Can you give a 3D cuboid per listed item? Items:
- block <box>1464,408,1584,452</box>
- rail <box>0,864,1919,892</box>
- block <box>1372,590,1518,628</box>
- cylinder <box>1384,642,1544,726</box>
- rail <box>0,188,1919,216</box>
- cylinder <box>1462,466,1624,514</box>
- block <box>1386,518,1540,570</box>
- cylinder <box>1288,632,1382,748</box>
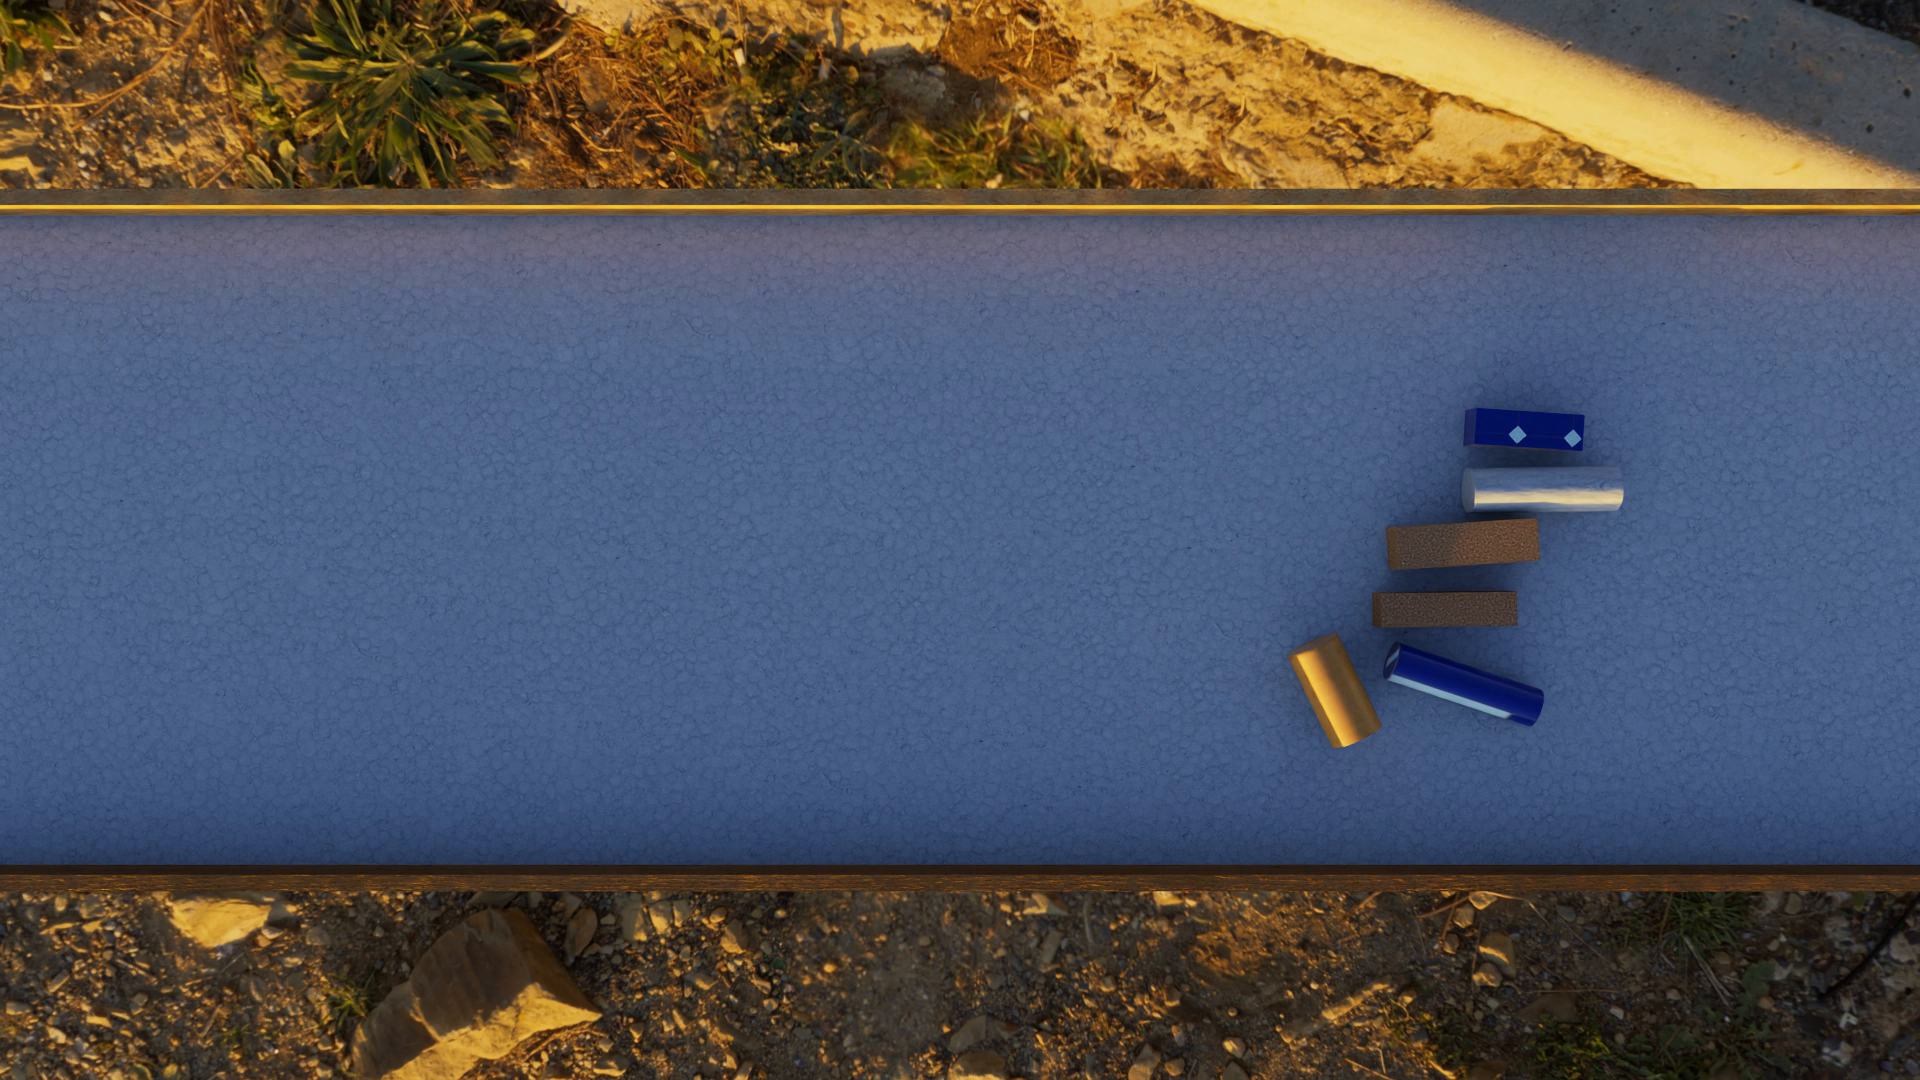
[{"bbox_3d":[1.715,-0.333,5.022,0.327,0.109,0.109,4,90,0],"label":"block"},{"bbox_3d":[-2.247,1.025,5.001,12.000,0.150,0.050,0,90,0],"label":"rail"},{"bbox_3d":[1.475,0.210,5.025,0.412,0.103,0.103,-1,90,0],"label":"block"},{"bbox_3d":[1.530,0.438,5.017,0.460,0.120,0.120,18,90,0],"label":"cylinder"},{"bbox_3d":[-2.247,-1.025,5.002,12.000,0.150,0.050,0,90,0],"label":"rail"},{"bbox_3d":[1.766,-0.154,5.007,0.444,0.139,0.139,-1,90,0],"label":"cylinder"},{"bbox_3d":[1.526,0.011,5.012,0.423,0.129,0.129,-4,90,0],"label":"block"},{"bbox_3d":[1.134,0.455,4.994,0.165,0.165,0.307,-26,90,0],"label":"cylinder"}]
